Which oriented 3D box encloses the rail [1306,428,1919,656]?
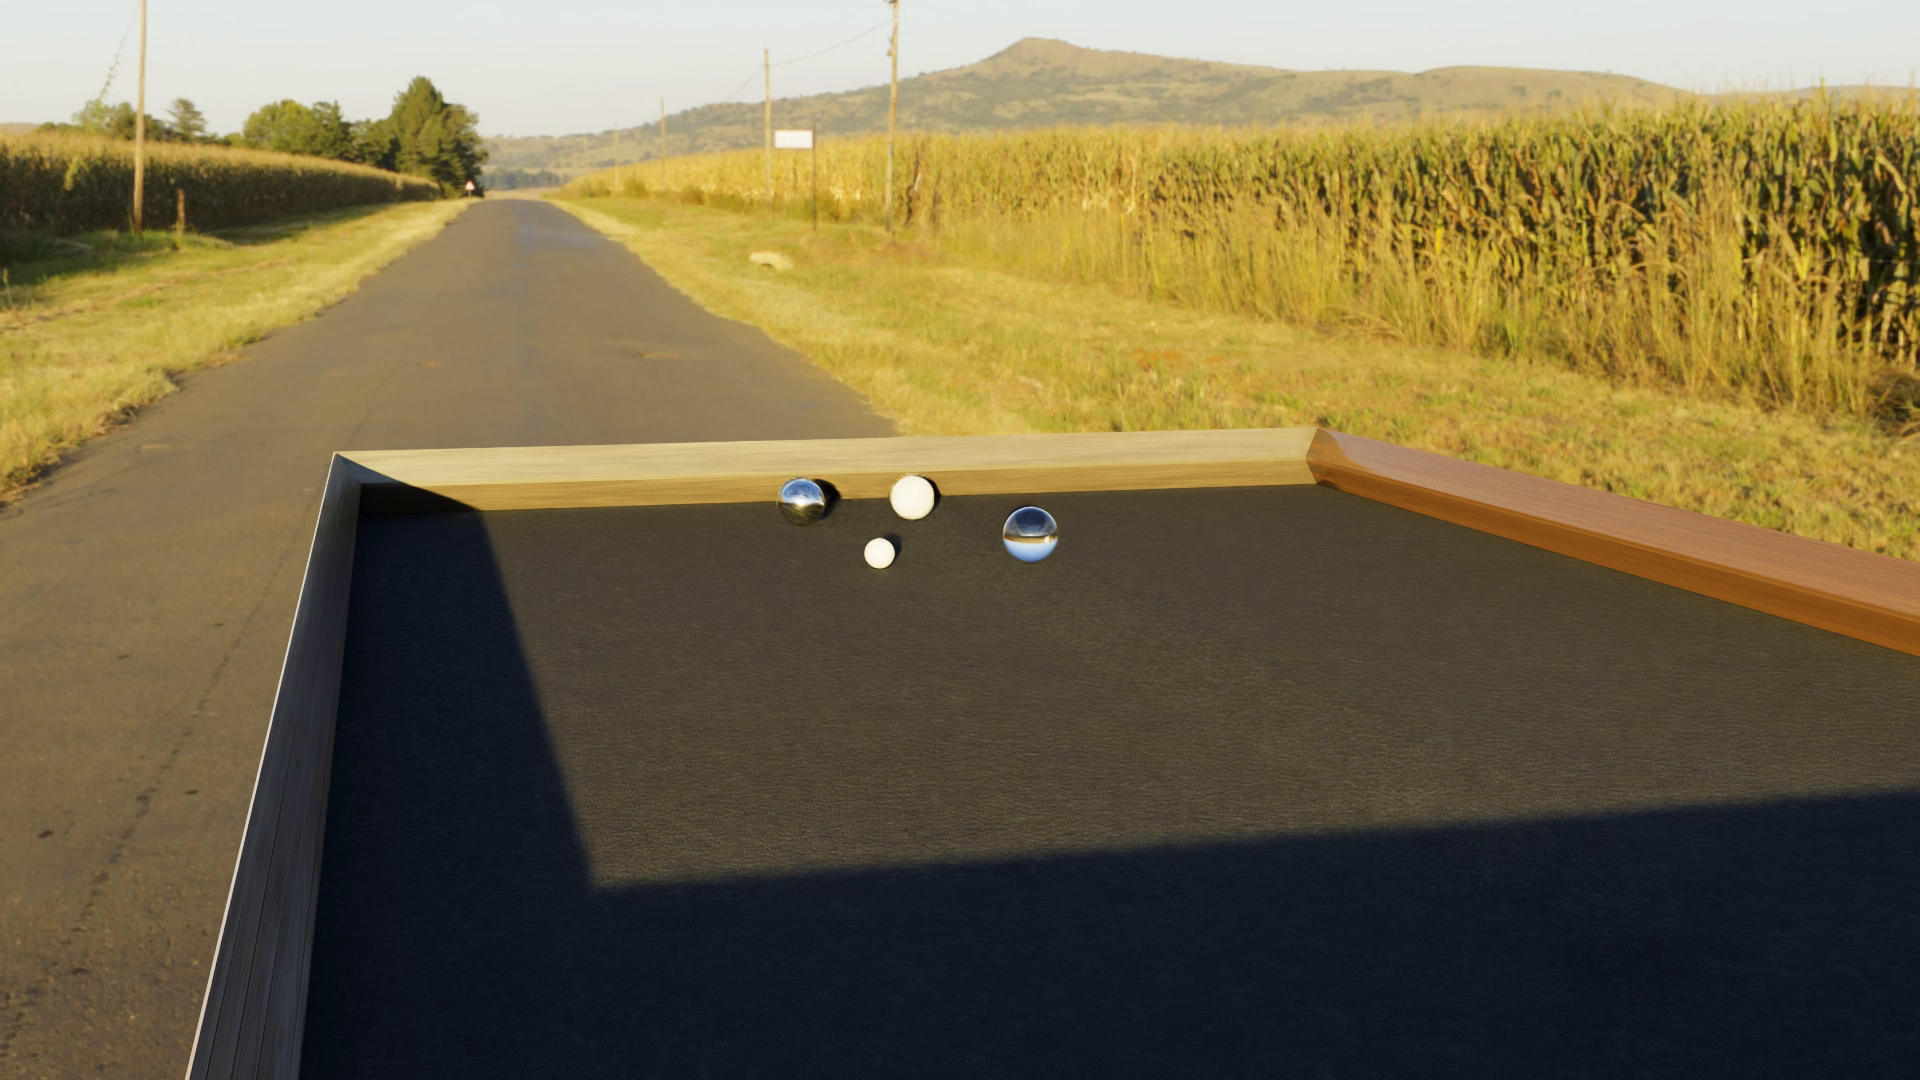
[{"bbox_3d":[1.085,0.058,2.816,0.045,0.111,3.205,-2,9,-14],"label":"rail"}]

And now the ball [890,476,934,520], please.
[{"bbox_3d":[-0.083,-0.074,3.837,0.078,0.078,0.078,0,8,0],"label":"ball"}]

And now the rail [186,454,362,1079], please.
[{"bbox_3d":[-0.687,0.124,2.366,0.045,0.111,3.205,-2,9,-14],"label":"rail"}]

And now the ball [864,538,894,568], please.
[{"bbox_3d":[-0.121,0.020,3.307,0.046,0.046,0.046,0,8,0],"label":"ball"}]

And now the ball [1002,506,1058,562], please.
[{"bbox_3d":[0.108,-0.008,3.361,0.086,0.086,0.086,0,8,0],"label":"ball"}]

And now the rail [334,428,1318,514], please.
[{"bbox_3d":[-0.193,-0.131,4.104,1.876,0.111,0.045,-2,9,-14],"label":"rail"}]

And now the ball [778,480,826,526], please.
[{"bbox_3d":[-0.270,-0.064,3.761,0.080,0.080,0.080,0,8,0],"label":"ball"}]
